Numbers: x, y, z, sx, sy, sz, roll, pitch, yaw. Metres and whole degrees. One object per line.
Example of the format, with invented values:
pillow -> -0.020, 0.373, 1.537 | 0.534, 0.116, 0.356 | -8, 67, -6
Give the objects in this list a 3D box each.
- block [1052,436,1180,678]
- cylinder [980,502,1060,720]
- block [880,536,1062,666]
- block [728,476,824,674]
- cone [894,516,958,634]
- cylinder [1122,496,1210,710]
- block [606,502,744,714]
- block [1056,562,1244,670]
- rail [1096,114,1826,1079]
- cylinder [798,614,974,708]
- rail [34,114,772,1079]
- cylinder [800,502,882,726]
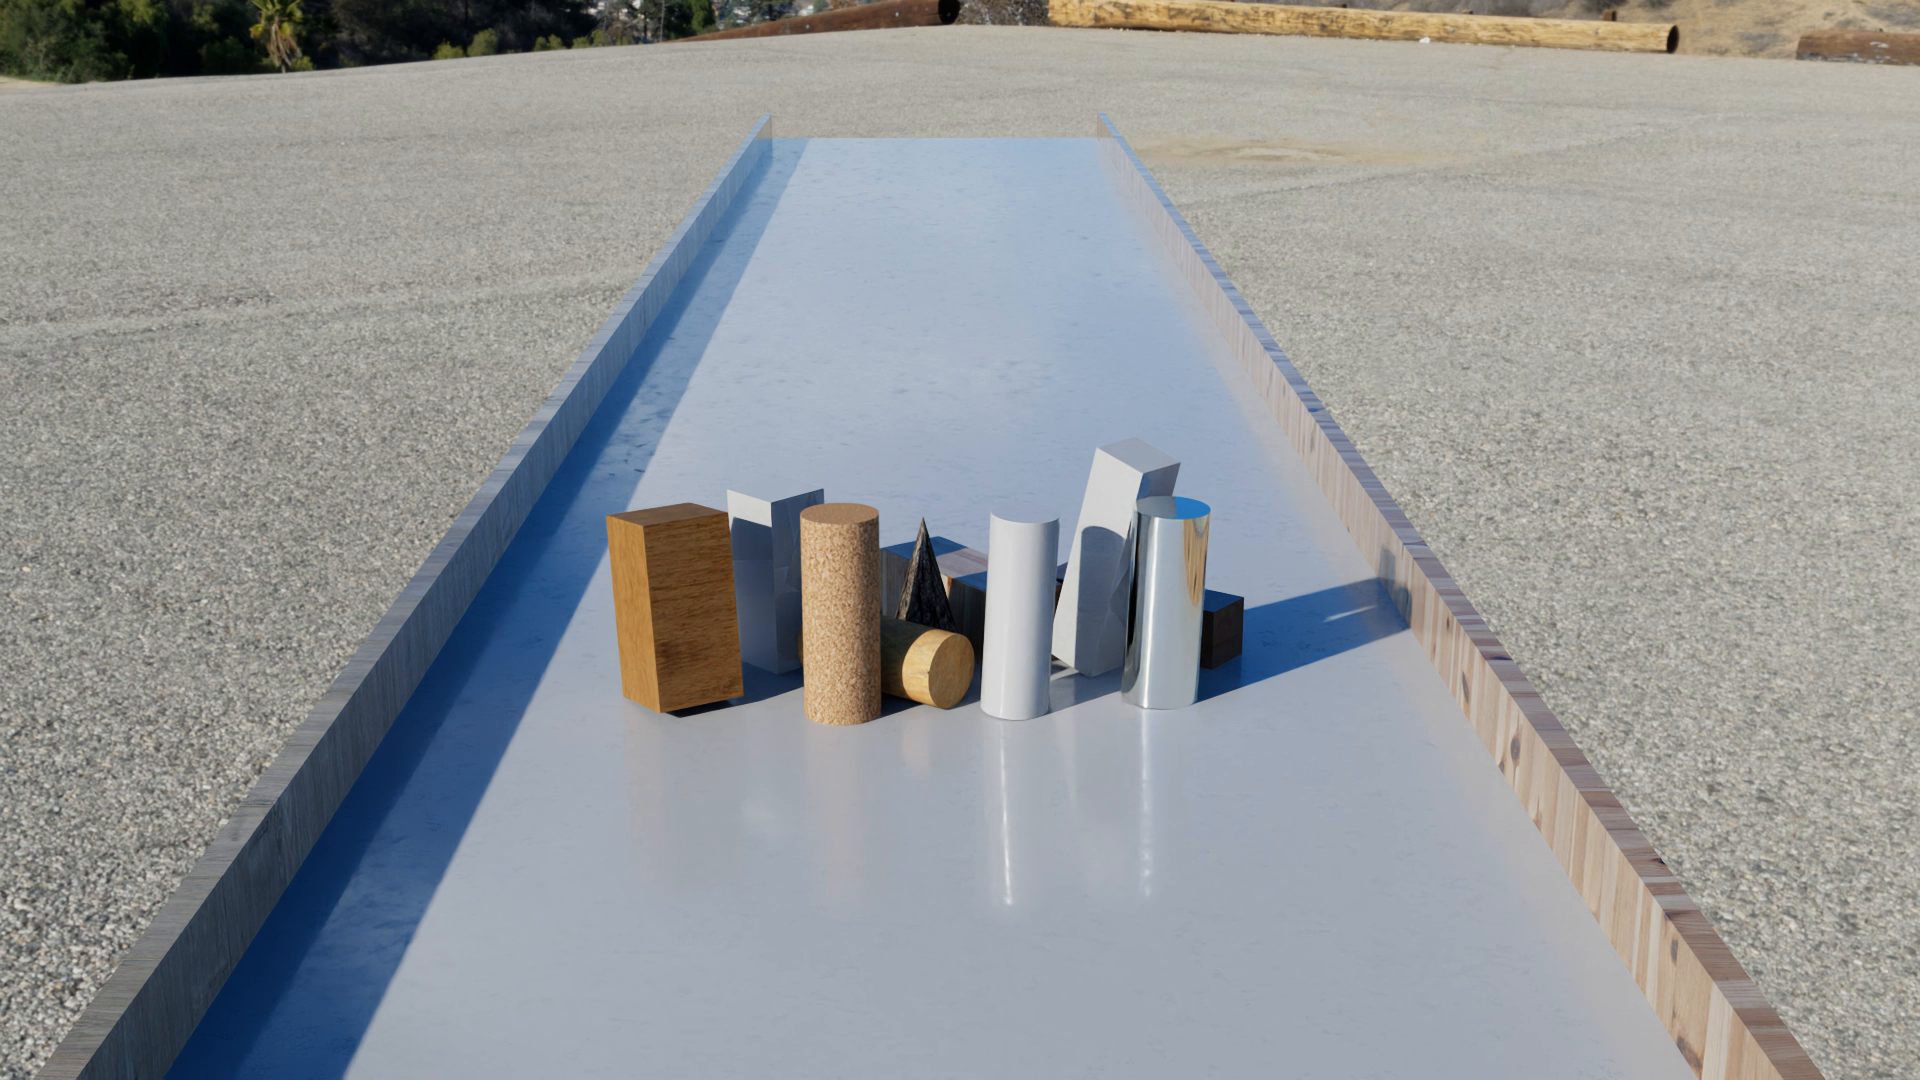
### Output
block -> 0.297, 0.036, 4.286 | 0.117, 0.453, 0.117 | 32, 33, 34
cylinder -> 0.111, 0.133, 4.095 | 0.129, 0.384, 0.129 | 3, 18, -1
block -> 0.018, 0.128, 4.523 | 0.156, 0.156, 0.423 | -12, 20, -35
block -> -0.359, 0.068, 4.371 | 0.135, 0.354, 0.135 | -17, 24, -41
cone -> -0.072, 0.103, 4.330 | 0.175, 0.313, 0.175 | 0, 17, 0
cylinder -> 0.388, 0.118, 4.160 | 0.146, 0.376, 0.146 | 2, 18, -1
block -> -0.539, 0.124, 4.158 | 0.173, 0.353, 0.173 | -10, 12, -31
block -> 0.367, 0.150, 4.510 | 0.419, 0.120, 0.120 | 12, 20, 35
rail -> 0.932, -0.844, 7.801 | 0.050, 0.150, 12.000 | 0, 17, -1
cylinder -> -0.144, 0.220, 4.235 | 0.322, 0.144, 0.144 | 12, 20, 35
rail -> -1.118, -0.838, 7.780 | 0.050, 0.150, 12.000 | 0, 17, -1
cylinder -> -0.220, 0.137, 4.082 | 0.144, 0.389, 0.144 | 0, 17, 0
